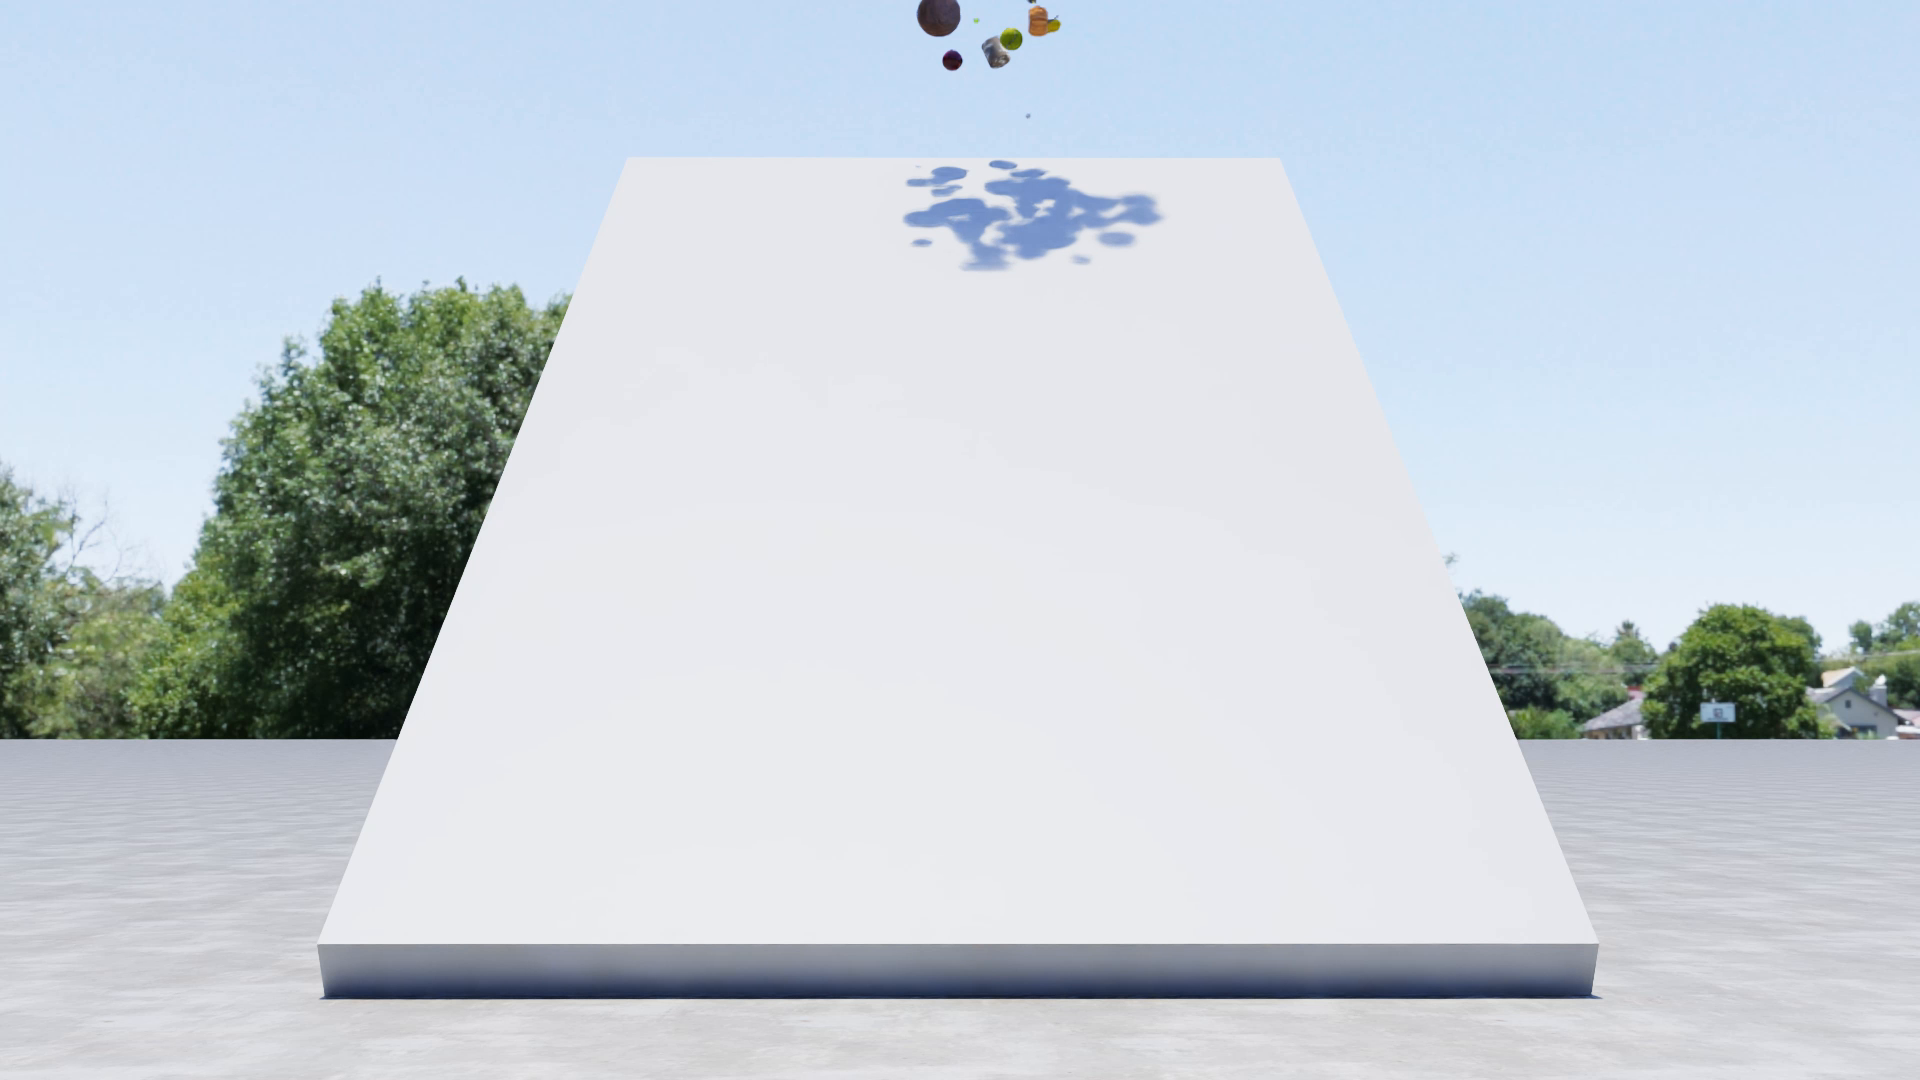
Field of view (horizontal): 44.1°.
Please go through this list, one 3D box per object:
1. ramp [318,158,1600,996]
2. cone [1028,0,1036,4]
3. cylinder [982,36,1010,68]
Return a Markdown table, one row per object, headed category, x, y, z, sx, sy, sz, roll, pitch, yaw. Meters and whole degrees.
| category | x | y | z | sx | sy | sz | roll | pitch | yaw |
| --- | --- | --- | --- | --- | --- | --- | --- | --- | --- |
| ramp | -0.010 | -0.227 | 5.501 | 2.000 | 0.100 | 4.000 | 0 | 27 | 0 |
| cone | 0.200 | -1.668 | 7.206 | 0.061 | 0.061 | 0.061 | 1 | -4 | -41 |
| cylinder | 0.111 | -1.492 | 7.247 | 0.070 | 0.070 | 0.070 | -21 | -18 | -7 |
